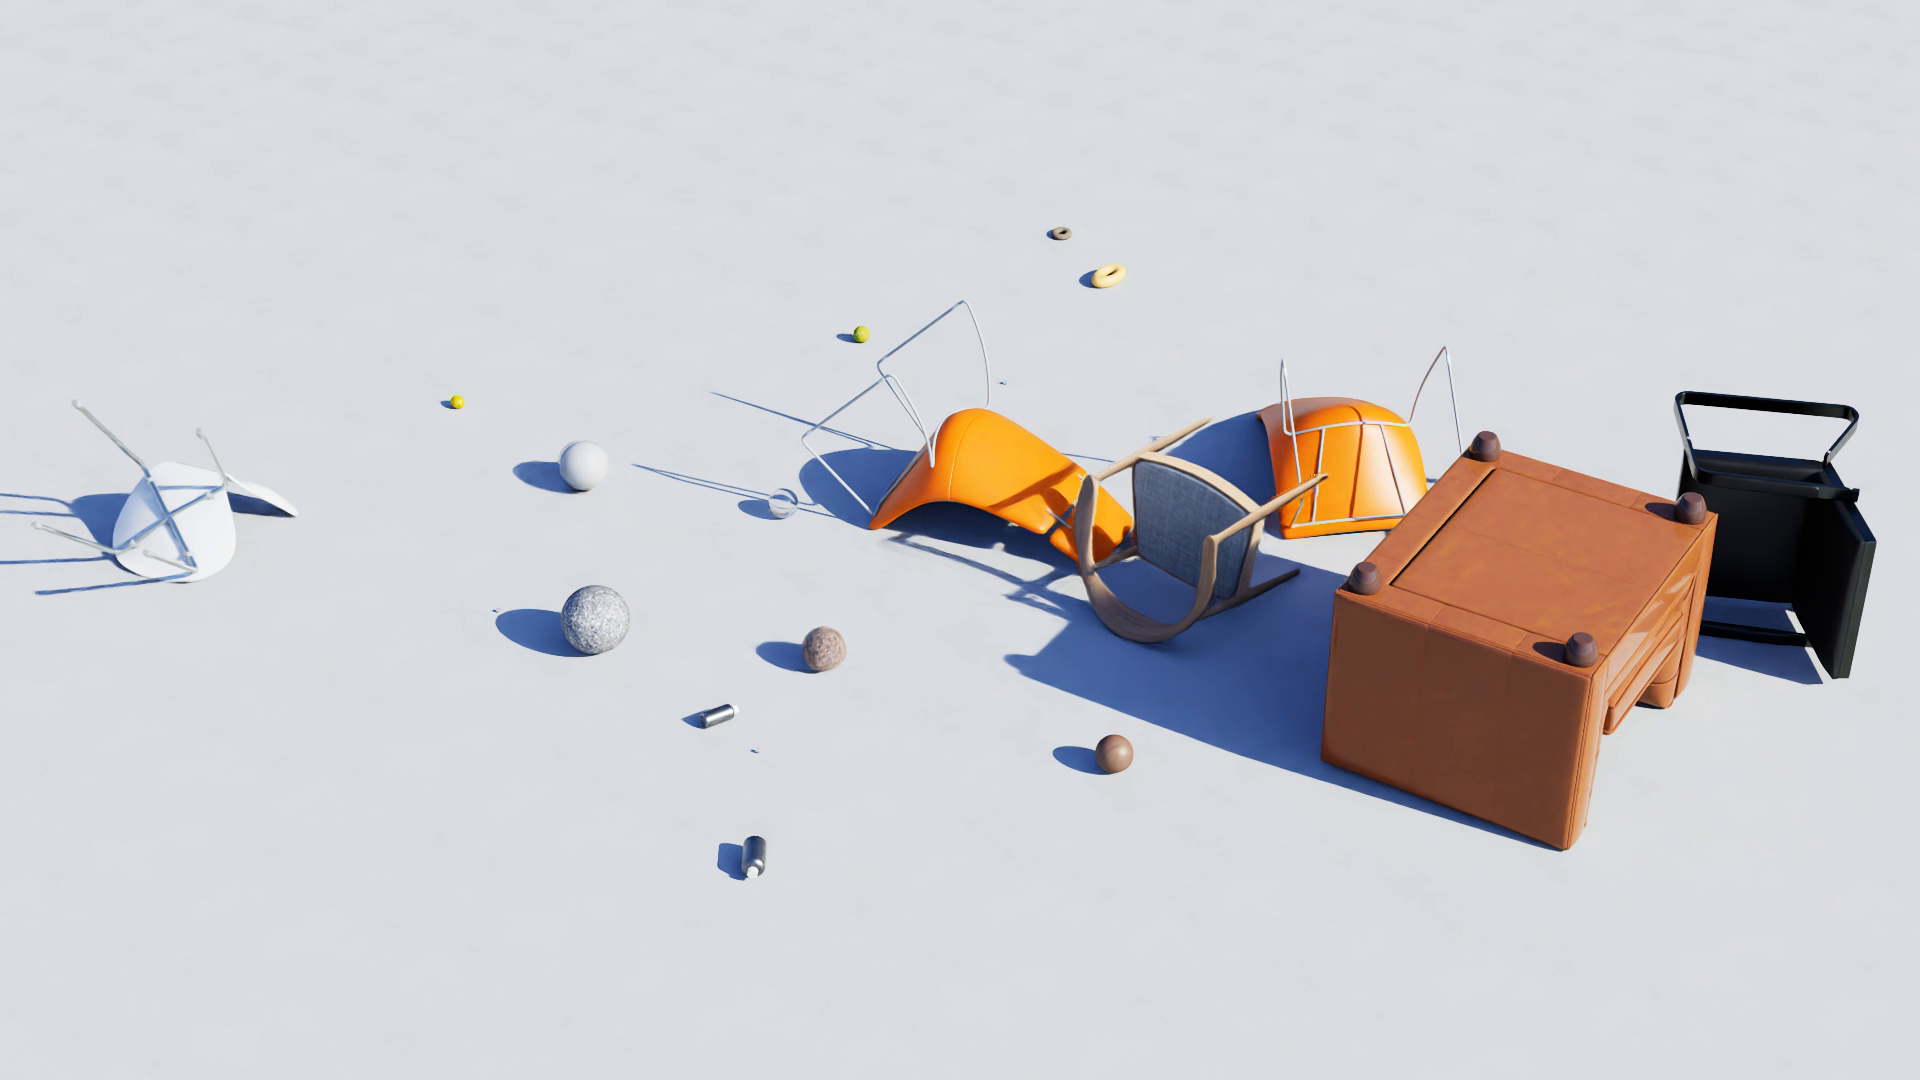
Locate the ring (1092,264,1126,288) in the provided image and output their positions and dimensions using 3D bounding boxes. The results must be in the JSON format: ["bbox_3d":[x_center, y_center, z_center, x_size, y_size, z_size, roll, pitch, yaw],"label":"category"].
[{"bbox_3d":[0.640,-1.138,12.627,0.112,0.049,0.196,25,40,31],"label":"ring"}]

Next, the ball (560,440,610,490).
[{"bbox_3d":[-1.434,-0.284,11.202,0.191,0.191,0.191,0,33,0],"label":"ball"}]

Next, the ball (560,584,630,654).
[{"bbox_3d":[-1.281,0.278,10.301,0.242,0.242,0.242,0,33,0],"label":"ball"}]

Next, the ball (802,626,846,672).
[{"bbox_3d":[-0.475,0.379,10.227,0.157,0.157,0.157,0,33,0],"label":"ball"}]

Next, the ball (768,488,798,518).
[{"bbox_3d":[-0.666,-0.139,11.051,0.115,0.115,0.115,0,33,0],"label":"ball"}]

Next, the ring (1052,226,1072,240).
[{"bbox_3d":[0.450,-1.357,12.982,0.091,0.025,0.102,2,34,4],"label":"ring"}]
